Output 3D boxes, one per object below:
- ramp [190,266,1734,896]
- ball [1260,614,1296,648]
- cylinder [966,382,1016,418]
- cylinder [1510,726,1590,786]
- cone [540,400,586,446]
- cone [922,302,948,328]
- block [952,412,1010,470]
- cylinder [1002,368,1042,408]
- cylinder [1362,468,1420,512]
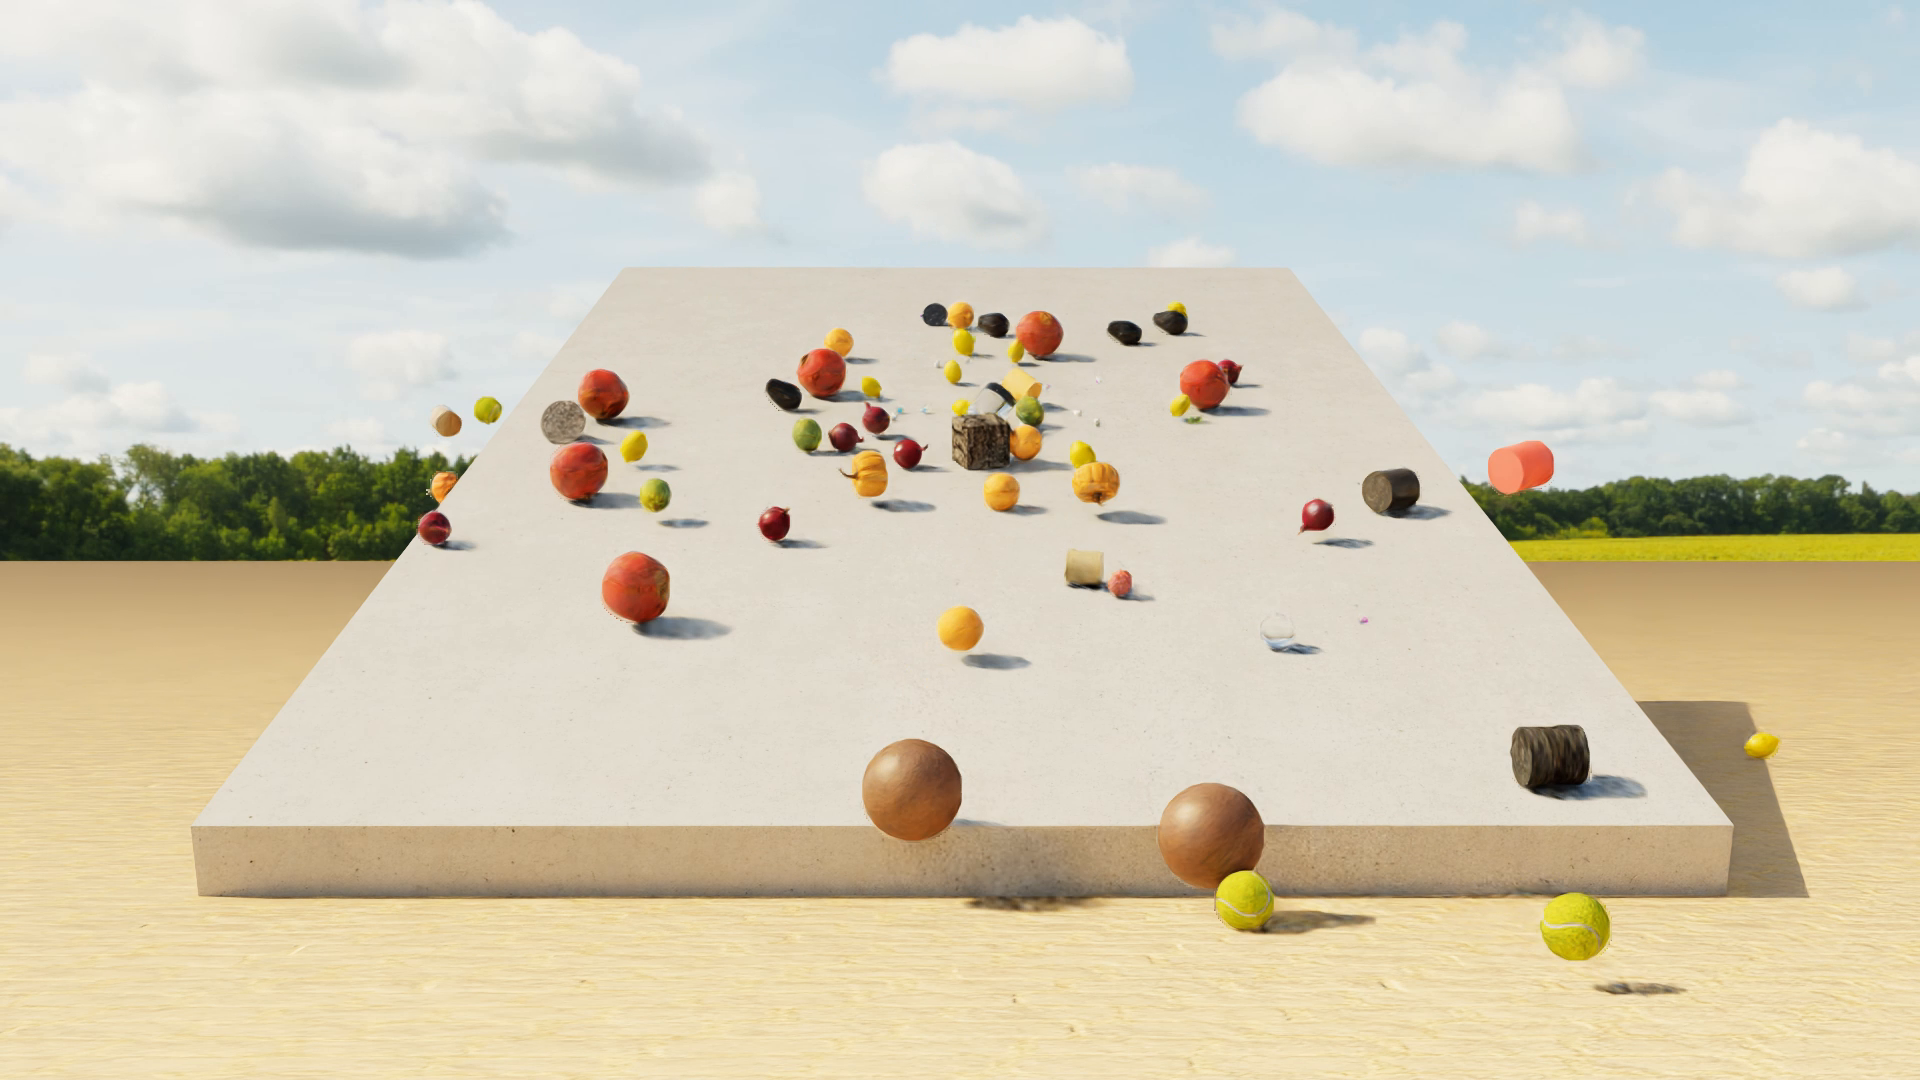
[{"bbox_3d":[-0.003,-0.178,4.810,2.000,0.100,4.000,0,17,0],"label":"ramp"},{"bbox_3d":[0.502,0.144,3.518,0.056,0.056,0.056,0,0,0],"label":"ball"},{"bbox_3d":[0.068,-0.287,4.810,0.077,0.077,0.077,32,-21,14],"label":"cylinder"},{"bbox_3d":[0.796,0.291,3.004,0.080,0.080,0.080,-1,0,-6],"label":"cylinder"},{"bbox_3d":[-0.834,-0.240,4.764,0.099,0.099,0.099,0,-10,9],"label":"cone"},{"bbox_3d":[-0.060,-0.588,5.906,0.066,0.066,0.066,0,-10,10],"label":"cone"},{"bbox_3d":[0.043,-0.202,4.563,0.092,0.092,0.092,-6,18,-19],"label":"block"},{"bbox_3d":[0.139,-0.345,5.030,0.065,0.065,0.065,37,17,26],"label":"cylinder"},{"bbox_3d":[0.821,-0.096,4.242,0.077,0.077,0.077,-8,5,-35],"label":"cylinder"}]
